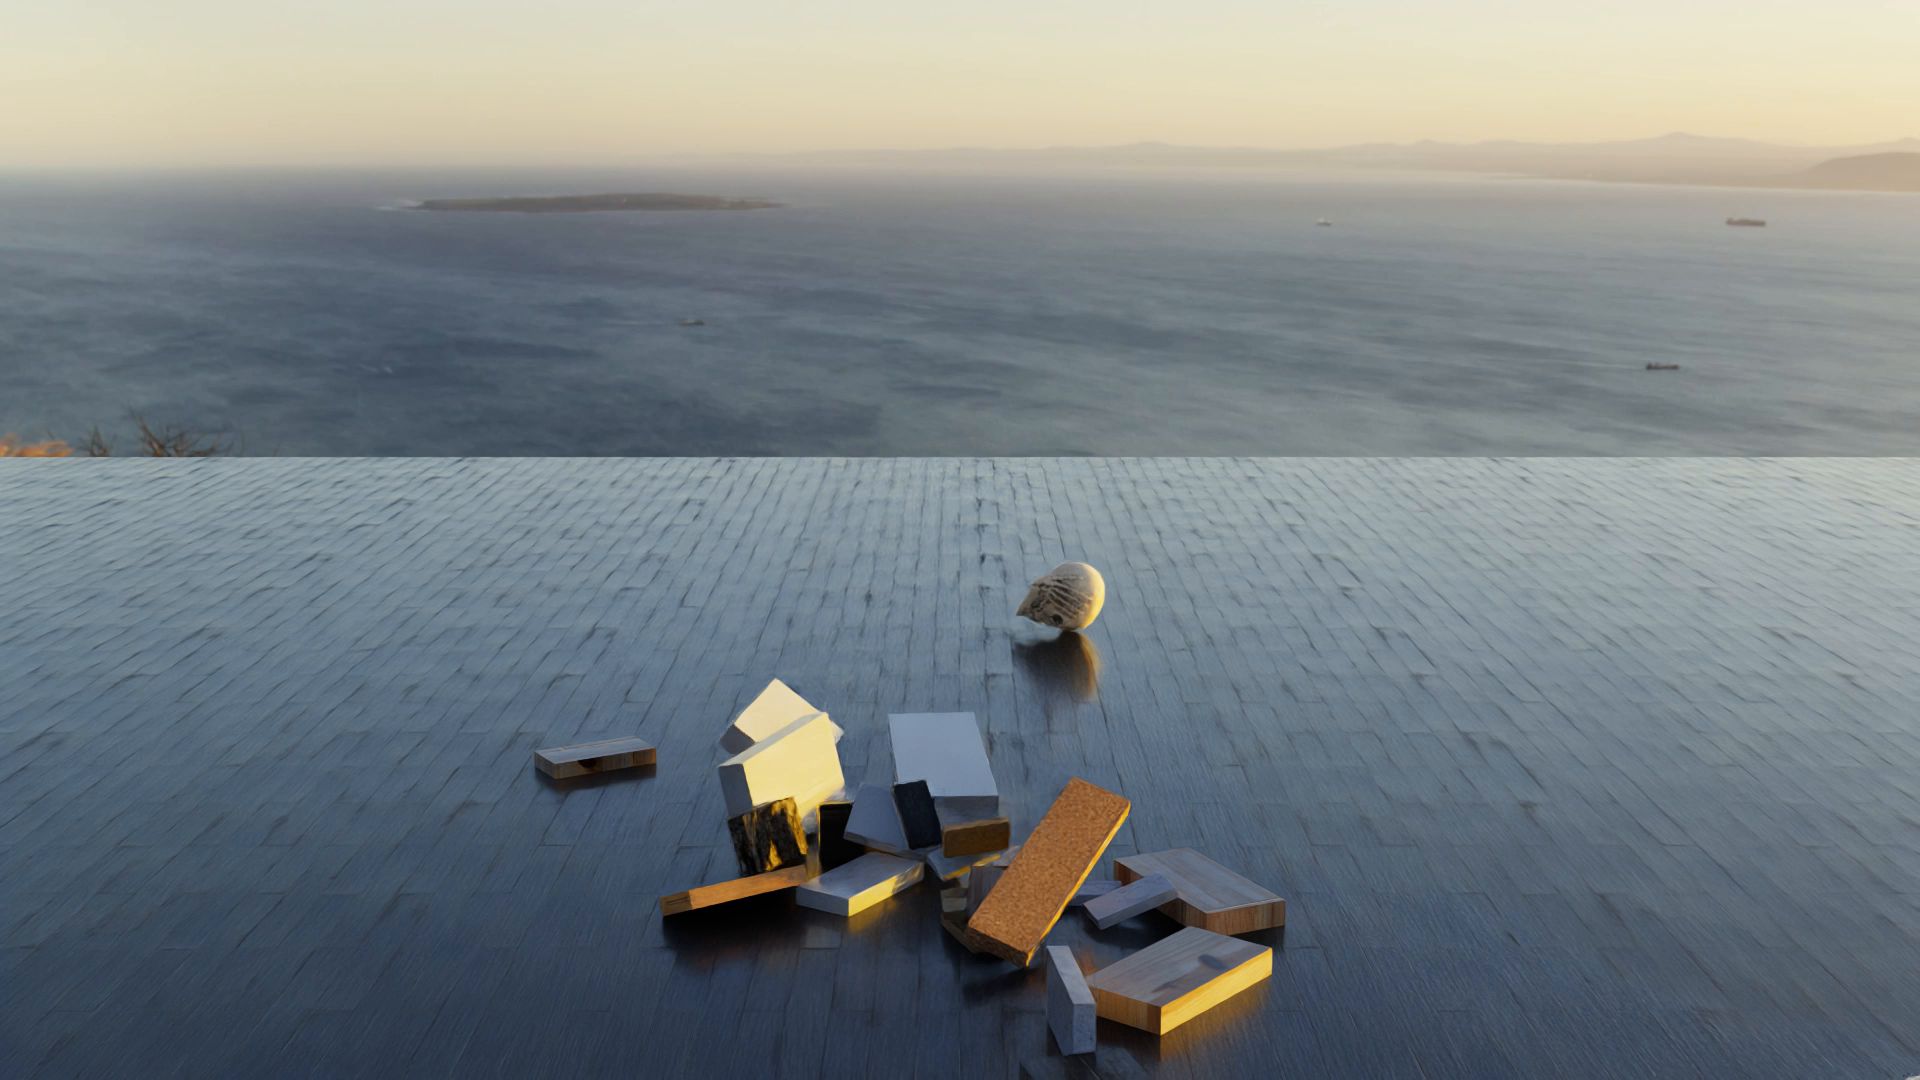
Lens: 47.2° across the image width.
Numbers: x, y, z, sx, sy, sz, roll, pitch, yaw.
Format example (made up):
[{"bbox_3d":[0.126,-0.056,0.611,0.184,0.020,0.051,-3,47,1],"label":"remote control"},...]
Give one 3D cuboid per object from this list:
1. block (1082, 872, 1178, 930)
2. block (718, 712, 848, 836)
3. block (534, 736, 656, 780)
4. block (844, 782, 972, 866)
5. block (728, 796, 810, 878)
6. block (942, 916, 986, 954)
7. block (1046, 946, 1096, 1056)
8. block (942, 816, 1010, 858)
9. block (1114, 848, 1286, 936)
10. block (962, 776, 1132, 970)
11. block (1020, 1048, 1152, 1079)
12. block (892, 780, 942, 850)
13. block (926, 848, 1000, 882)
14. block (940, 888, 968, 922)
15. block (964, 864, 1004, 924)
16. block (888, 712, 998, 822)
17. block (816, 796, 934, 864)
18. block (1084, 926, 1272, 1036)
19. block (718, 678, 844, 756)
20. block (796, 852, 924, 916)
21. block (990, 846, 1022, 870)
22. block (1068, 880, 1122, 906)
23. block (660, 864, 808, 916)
[{"bbox_3d":[0.274,0.581,3.543,0.139,0.020,0.069,-21,18,-12],"label":"block"},{"bbox_3d":[-0.312,0.443,3.952,0.051,0.180,0.359,-11,6,22],"label":"block"},{"bbox_3d":[-0.732,0.436,4.417,0.216,0.031,0.108,-7,12,-32],"label":"block"},{"bbox_3d":[-0.090,0.495,3.790,0.202,0.029,0.101,17,53,1],"label":"block"},{"bbox_3d":[-0.326,0.508,3.764,0.029,0.101,0.203,-17,-3,21],"label":"block"},{"bbox_3d":[0.027,0.616,3.476,0.069,0.020,0.139,-4,11,-20],"label":"block"},{"bbox_3d":[0.153,0.651,3.046,0.030,0.107,0.214,-1,11,-7],"label":"block"},{"bbox_3d":[0.027,0.502,3.711,0.112,0.056,0.016,-7,29,-14],"label":"block"},{"bbox_3d":[0.390,0.578,3.619,0.148,0.042,0.295,-5,12,-25],"label":"block"},{"bbox_3d":[0.145,0.524,3.523,0.107,0.030,0.445,23,33,15],"label":"block"},{"bbox_3d":[0.215,0.745,2.718,0.148,0.042,0.453,-3,11,-17],"label":"block"},{"bbox_3d":[-0.073,0.472,3.781,0.059,0.017,0.119,-9,56,-17],"label":"block"},{"bbox_3d":[0.006,0.538,3.740,0.112,0.016,0.056,-20,46,-23],"label":"block"},{"bbox_3d":[0.000,0.586,3.536,0.059,0.017,0.119,-1,8,-3],"label":"block"},{"bbox_3d":[0.041,0.566,3.492,0.059,0.017,0.119,8,35,0],"label":"block"},{"bbox_3d":[-0.040,0.442,4.329,0.180,0.051,0.590,-1,11,-4],"label":"block"},{"bbox_3d":[-0.146,0.505,3.842,0.203,0.101,0.029,-3,1,-13],"label":"block"},{"bbox_3d":[0.319,0.647,3.248,0.148,0.042,0.295,9,14,39],"label":"block"},{"bbox_3d":[-0.348,0.390,4.339,0.180,0.051,0.359,38,13,0],"label":"block"},{"bbox_3d":[-0.166,0.573,3.676,0.108,0.031,0.216,7,13,32],"label":"block"},{"bbox_3d":[0.099,0.556,3.808,0.056,0.016,0.113,4,11,21],"label":"block"},{"bbox_3d":[0.200,0.585,3.643,0.139,0.020,0.069,0,11,2],"label":"block"},{"bbox_3d":[-0.368,0.570,3.583,0.216,0.031,0.108,-8,-10,-35],"label":"block"}]
